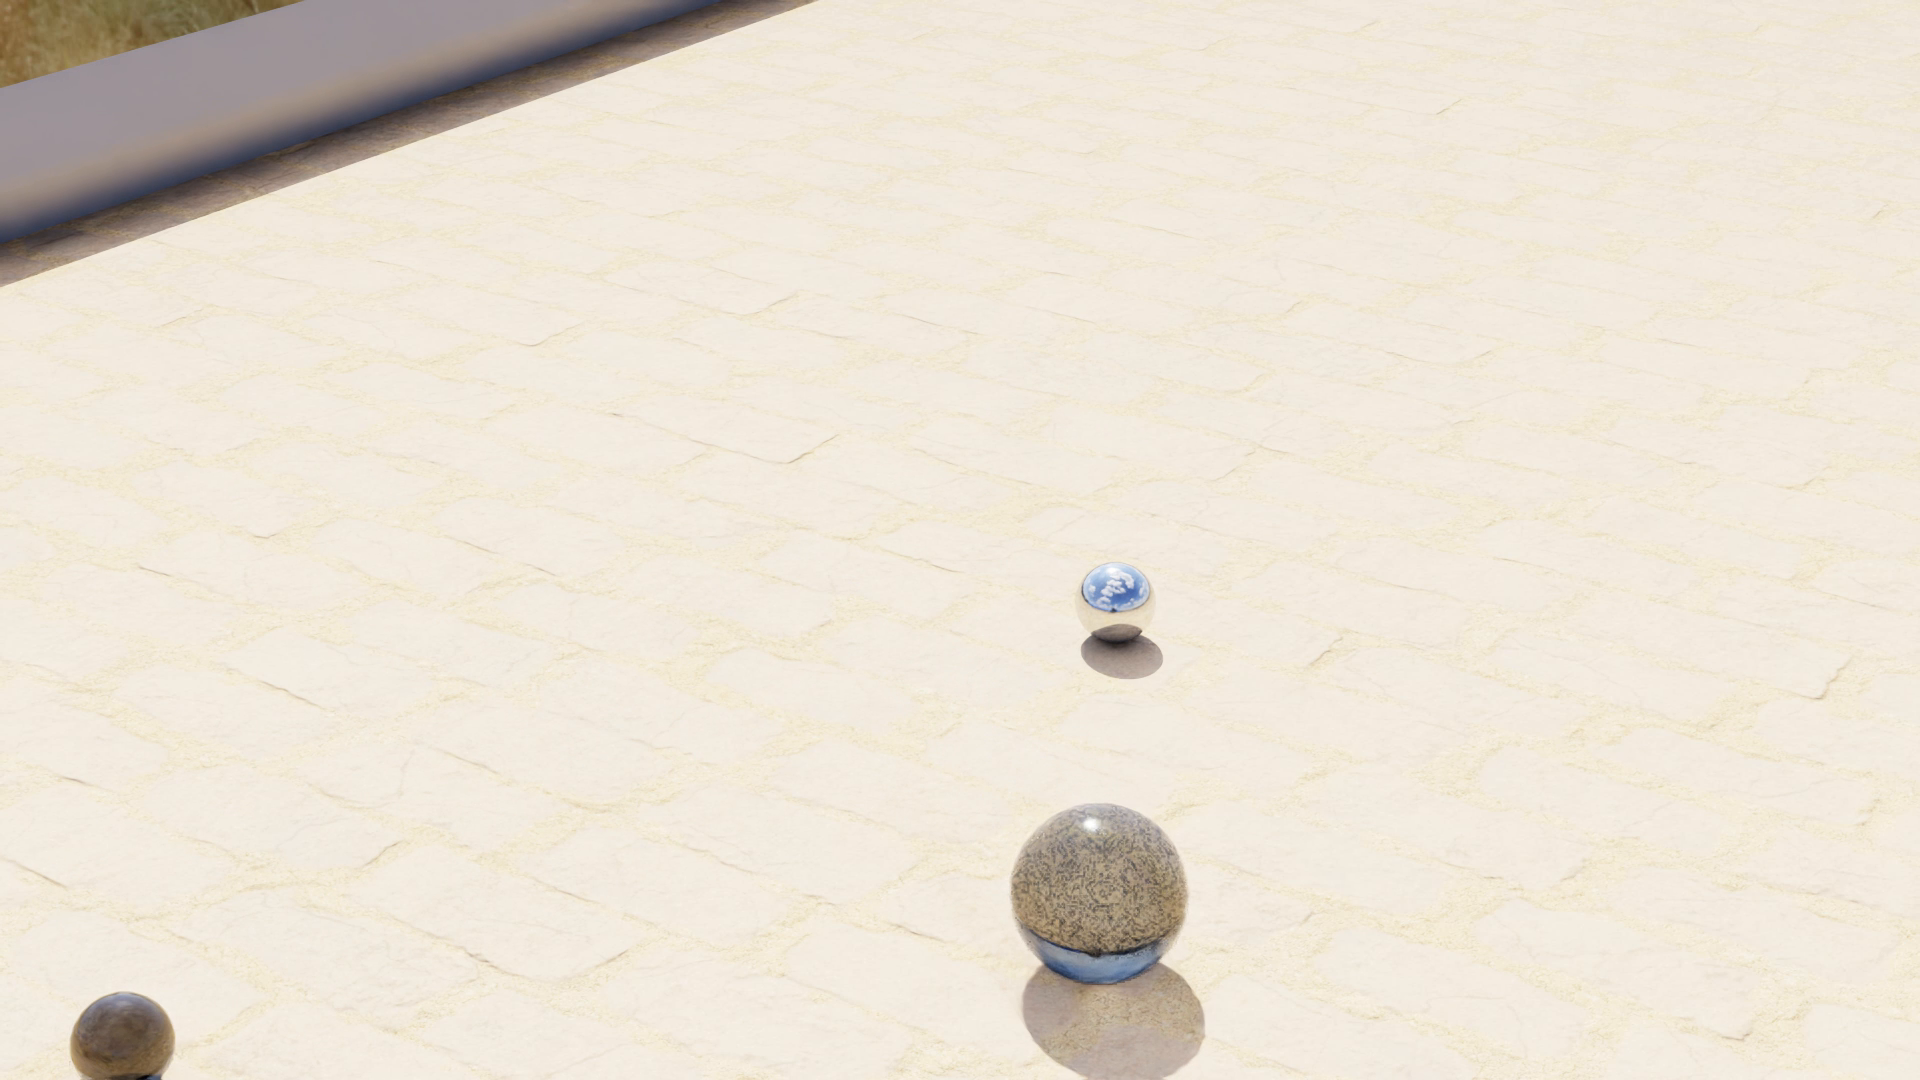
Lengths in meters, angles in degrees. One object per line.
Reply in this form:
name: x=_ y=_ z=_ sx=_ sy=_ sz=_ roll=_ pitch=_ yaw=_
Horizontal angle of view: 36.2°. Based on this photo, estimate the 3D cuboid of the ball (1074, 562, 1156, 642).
ball: x=0.094 y=0.037 z=1.774 sx=0.049 sy=0.049 sz=0.049 roll=0 pitch=25 yaw=0

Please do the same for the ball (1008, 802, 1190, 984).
ball: x=0.068 y=0.173 z=1.438 sx=0.088 sy=0.088 sz=0.088 roll=0 pitch=25 yaw=0

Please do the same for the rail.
rail: x=-0.314 y=-0.583 z=3.012 sx=0.045 sy=0.126 sz=3.649 roll=16 pitch=30 yaw=31

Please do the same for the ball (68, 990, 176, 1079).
ball: x=-0.387 y=0.232 z=1.358 sx=0.048 sy=0.048 sz=0.048 roll=0 pitch=25 yaw=0
